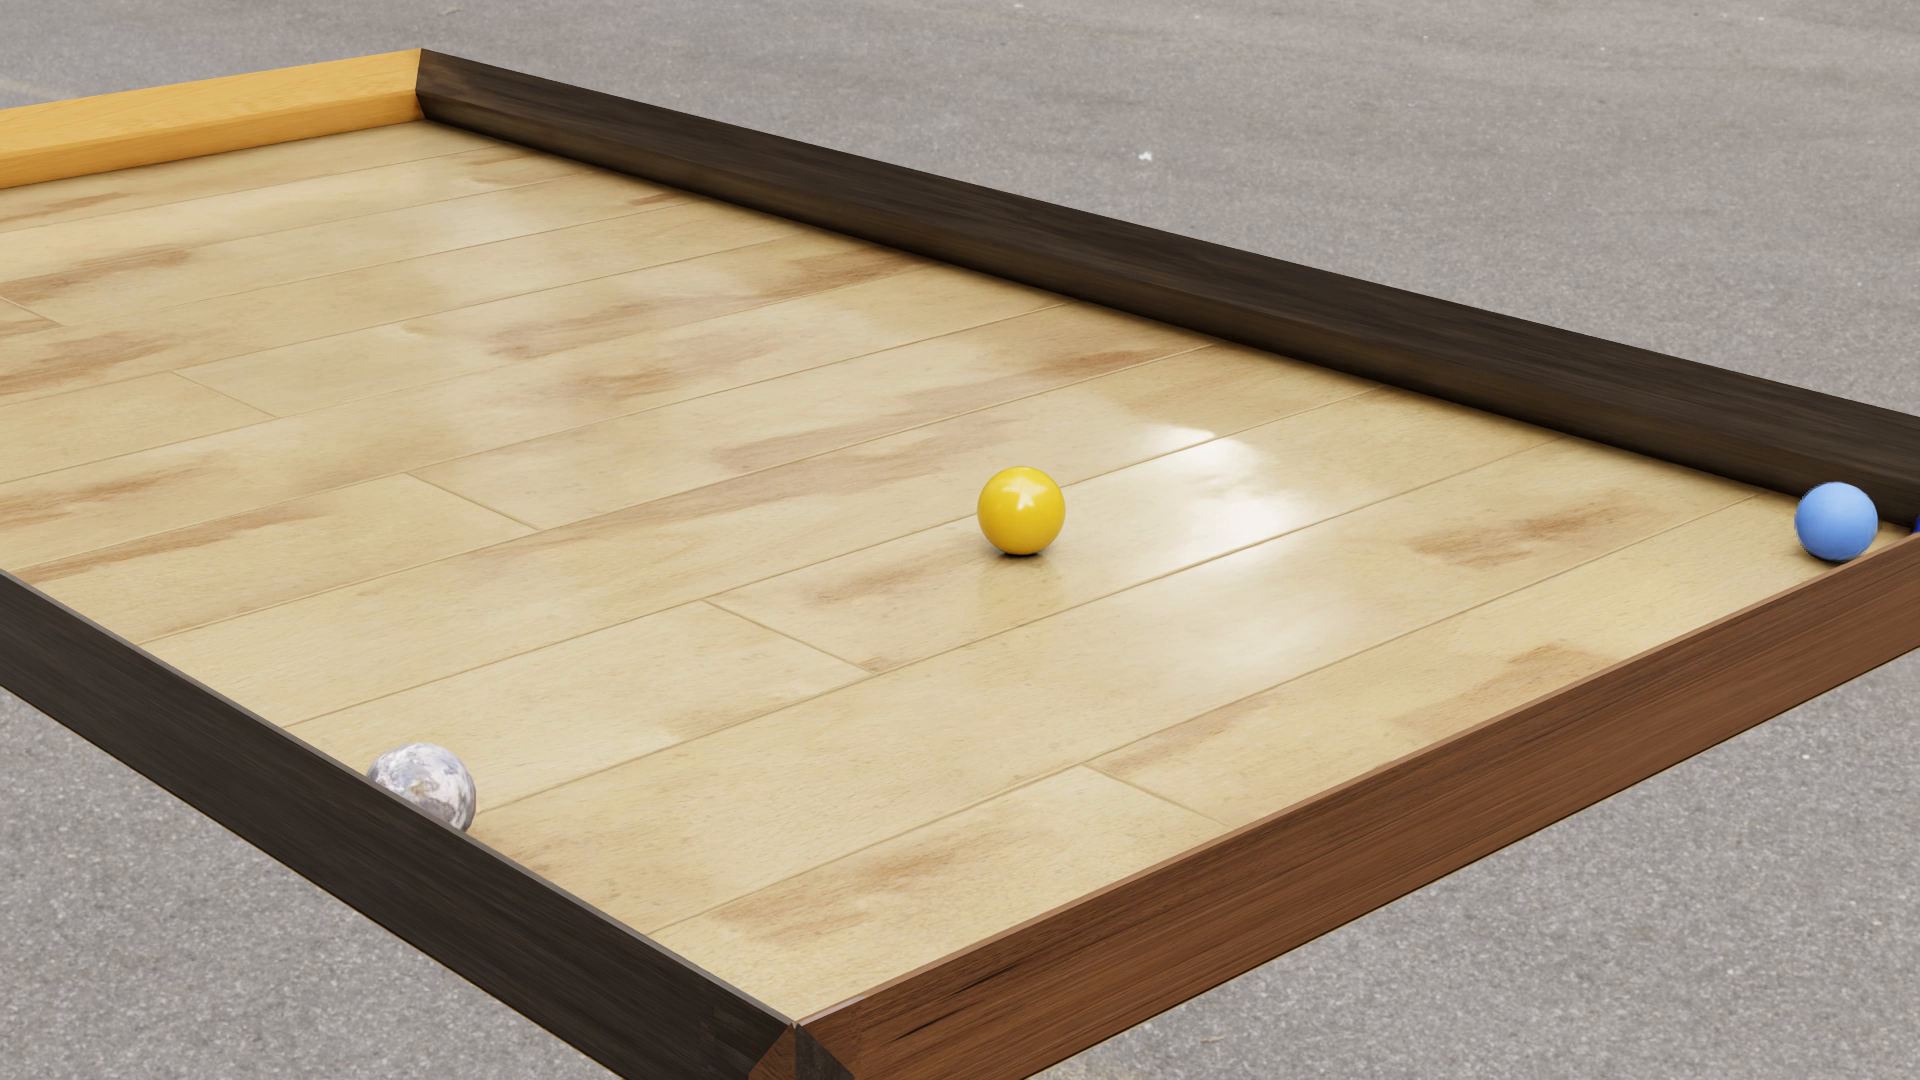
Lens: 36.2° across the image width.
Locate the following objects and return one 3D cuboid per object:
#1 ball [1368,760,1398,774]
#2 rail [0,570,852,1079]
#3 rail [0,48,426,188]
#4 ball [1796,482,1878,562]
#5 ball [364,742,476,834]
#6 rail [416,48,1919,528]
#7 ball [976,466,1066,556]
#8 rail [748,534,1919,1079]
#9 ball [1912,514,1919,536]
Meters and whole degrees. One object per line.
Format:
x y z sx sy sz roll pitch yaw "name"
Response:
0.334 0.196 2.256 0.054 0.054 0.054 0 20 0 "ball"
-1.040 -0.020 2.761 0.045 0.113 2.831 -17 26 -40 "rail"
-1.423 -0.546 4.208 1.572 0.113 0.045 -17 26 -40 "rail"
0.839 -0.017 2.812 0.075 0.075 0.075 0 20 0 "ball"
-0.407 0.196 2.209 0.087 0.087 0.087 0 20 0 "ball"
0.081 -0.373 3.732 0.045 0.113 2.831 -17 26 -40 "rail"
0.059 -0.028 2.827 0.086 0.086 0.086 0 20 0 "ball"
0.464 0.154 2.285 1.572 0.113 0.045 -17 26 -40 "rail"
0.937 -0.003 2.774 0.075 0.075 0.075 0 20 0 "ball"
